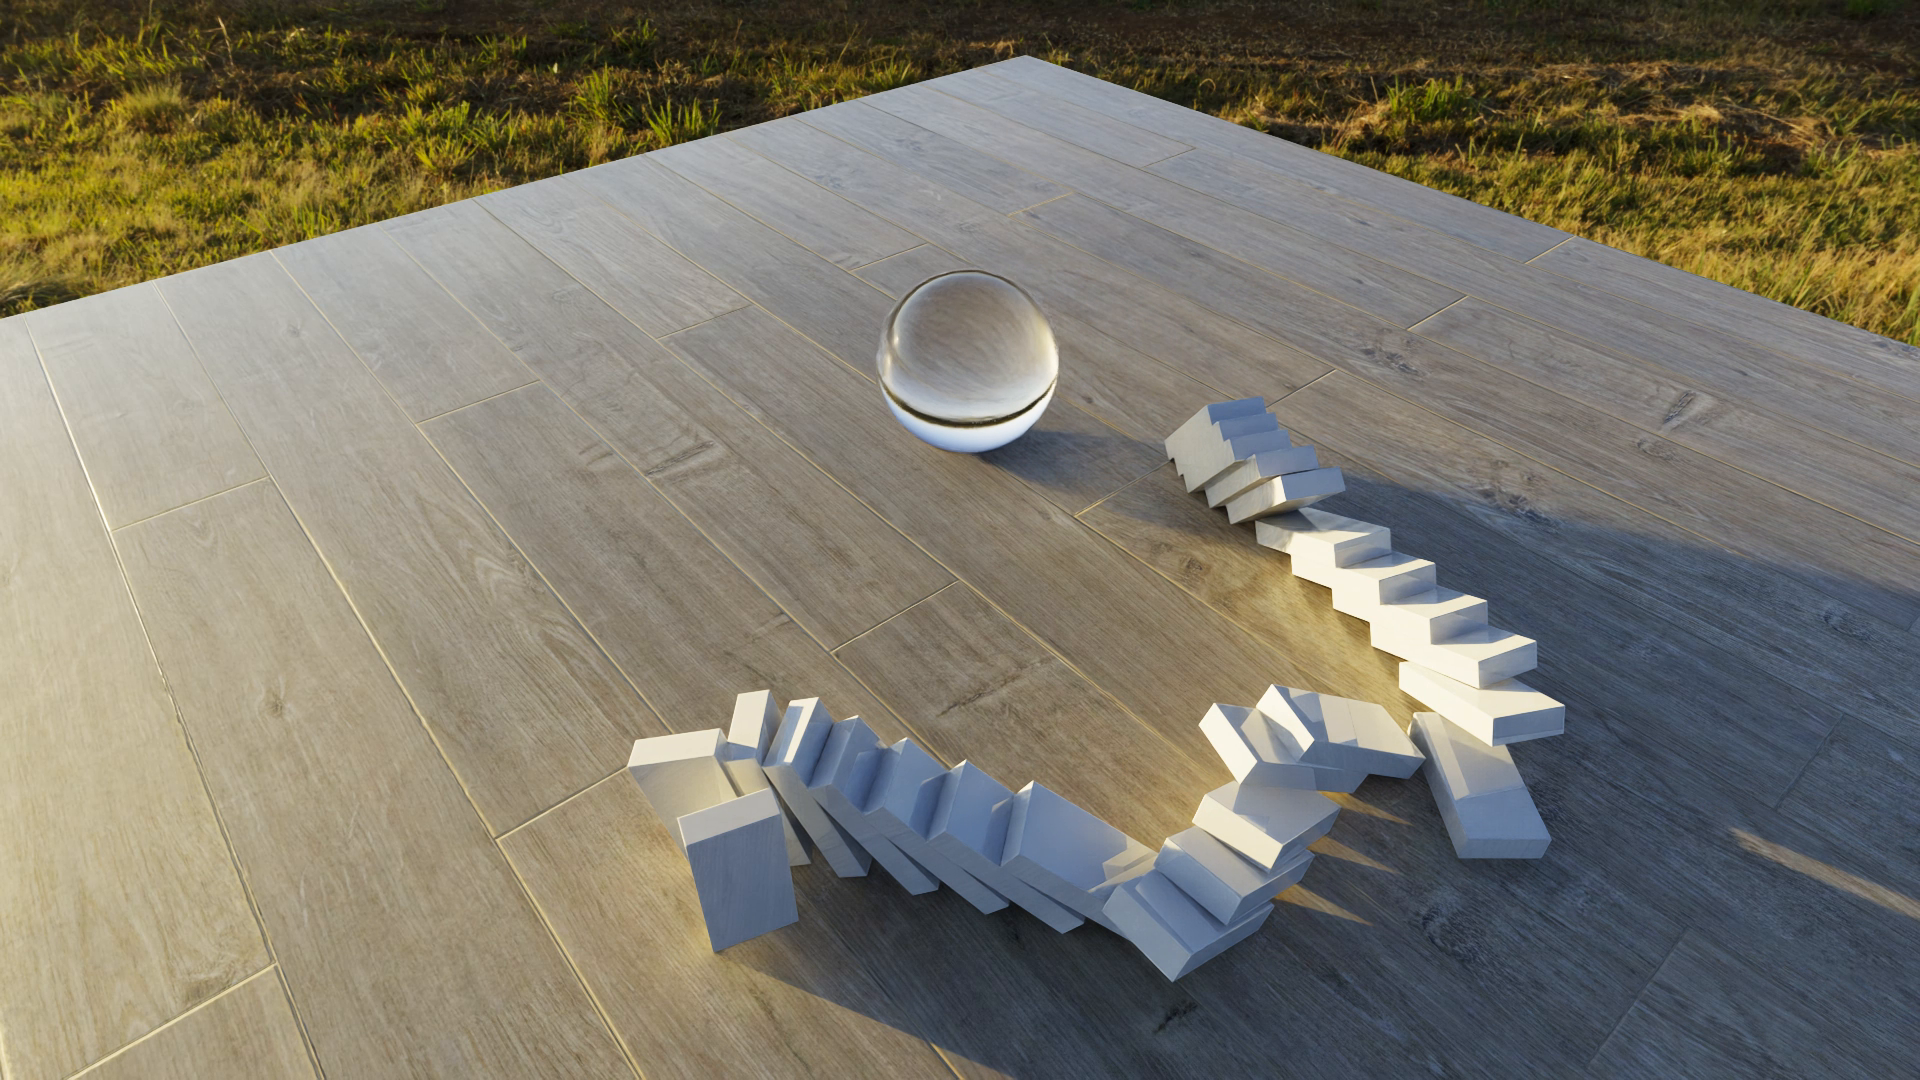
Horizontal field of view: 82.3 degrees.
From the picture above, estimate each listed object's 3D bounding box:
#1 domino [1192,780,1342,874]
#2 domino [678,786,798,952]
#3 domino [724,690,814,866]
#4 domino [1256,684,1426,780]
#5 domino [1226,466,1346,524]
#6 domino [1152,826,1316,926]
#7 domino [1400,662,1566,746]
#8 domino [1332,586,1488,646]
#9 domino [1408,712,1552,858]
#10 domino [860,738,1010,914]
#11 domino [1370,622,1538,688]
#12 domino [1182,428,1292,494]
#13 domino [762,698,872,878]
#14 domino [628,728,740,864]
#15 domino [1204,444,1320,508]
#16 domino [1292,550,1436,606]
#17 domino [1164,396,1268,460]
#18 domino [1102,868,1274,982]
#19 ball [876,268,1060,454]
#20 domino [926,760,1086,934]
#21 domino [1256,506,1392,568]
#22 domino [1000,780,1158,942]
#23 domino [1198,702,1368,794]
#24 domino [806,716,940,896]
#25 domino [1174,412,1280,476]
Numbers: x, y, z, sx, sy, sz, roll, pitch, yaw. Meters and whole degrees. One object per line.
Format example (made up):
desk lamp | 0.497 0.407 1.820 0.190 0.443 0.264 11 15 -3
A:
domino | 0.092 0.081 0.326 0.025 0.009 0.050 31 19 32
domino | -0.060 0.091 0.301 0.025 0.050 0.009 -15 42 -18
domino | -0.054 0.071 0.324 0.009 0.050 0.025 -9 39 9
domino | 0.122 0.061 0.351 0.050 0.009 0.025 13 29 -27
domino | 0.128 -0.017 0.438 0.025 0.050 0.010 -10 83 -12
domino | 0.079 0.091 0.313 0.025 0.010 0.050 35 21 34
domino | 0.171 0.052 0.364 0.025 0.009 0.050 -8 15 -9
domino | 0.162 0.023 0.398 0.025 0.009 0.050 -14 16 -18
domino | 0.164 0.077 0.349 0.025 0.010 0.050 0 39 0
domino | -0.004 0.083 0.317 0.050 0.009 0.025 43 37 -19
domino | 0.171 0.036 0.383 0.025 0.009 0.050 -15 16 -18
domino | 0.114 -0.032 0.455 0.025 0.050 0.009 -10 80 -12
domino | -0.038 0.073 0.322 0.009 0.050 0.025 -11 35 23
domino | -0.073 0.076 0.316 0.025 0.050 0.009 -9 39 9
domino | 0.121 -0.025 0.447 0.025 0.050 0.009 -10 80 -12
domino | 0.151 0.011 0.414 0.025 0.009 0.050 -14 16 -17
domino | 0.109 -0.047 0.474 0.025 0.050 0.009 -10 80 -12
domino | 0.063 0.101 0.301 0.025 0.010 0.050 40 24 33
ball | 0.003 -0.078 0.483 0.080 0.080 0.080 0 39 0
domino | 0.015 0.088 0.314 0.050 0.009 0.025 37 39 -14
domino | 0.140 -0.002 0.428 0.025 0.009 0.050 -14 15 -16
domino | 0.037 0.092 0.311 0.050 0.009 0.025 32 39 -12
domino | 0.102 0.066 0.346 0.050 0.009 0.025 11 30 -30
domino | -0.022 0.077 0.320 0.010 0.050 0.025 -23 29 31
domino | 0.112 -0.040 0.464 0.025 0.050 0.010 -10 80 -12
